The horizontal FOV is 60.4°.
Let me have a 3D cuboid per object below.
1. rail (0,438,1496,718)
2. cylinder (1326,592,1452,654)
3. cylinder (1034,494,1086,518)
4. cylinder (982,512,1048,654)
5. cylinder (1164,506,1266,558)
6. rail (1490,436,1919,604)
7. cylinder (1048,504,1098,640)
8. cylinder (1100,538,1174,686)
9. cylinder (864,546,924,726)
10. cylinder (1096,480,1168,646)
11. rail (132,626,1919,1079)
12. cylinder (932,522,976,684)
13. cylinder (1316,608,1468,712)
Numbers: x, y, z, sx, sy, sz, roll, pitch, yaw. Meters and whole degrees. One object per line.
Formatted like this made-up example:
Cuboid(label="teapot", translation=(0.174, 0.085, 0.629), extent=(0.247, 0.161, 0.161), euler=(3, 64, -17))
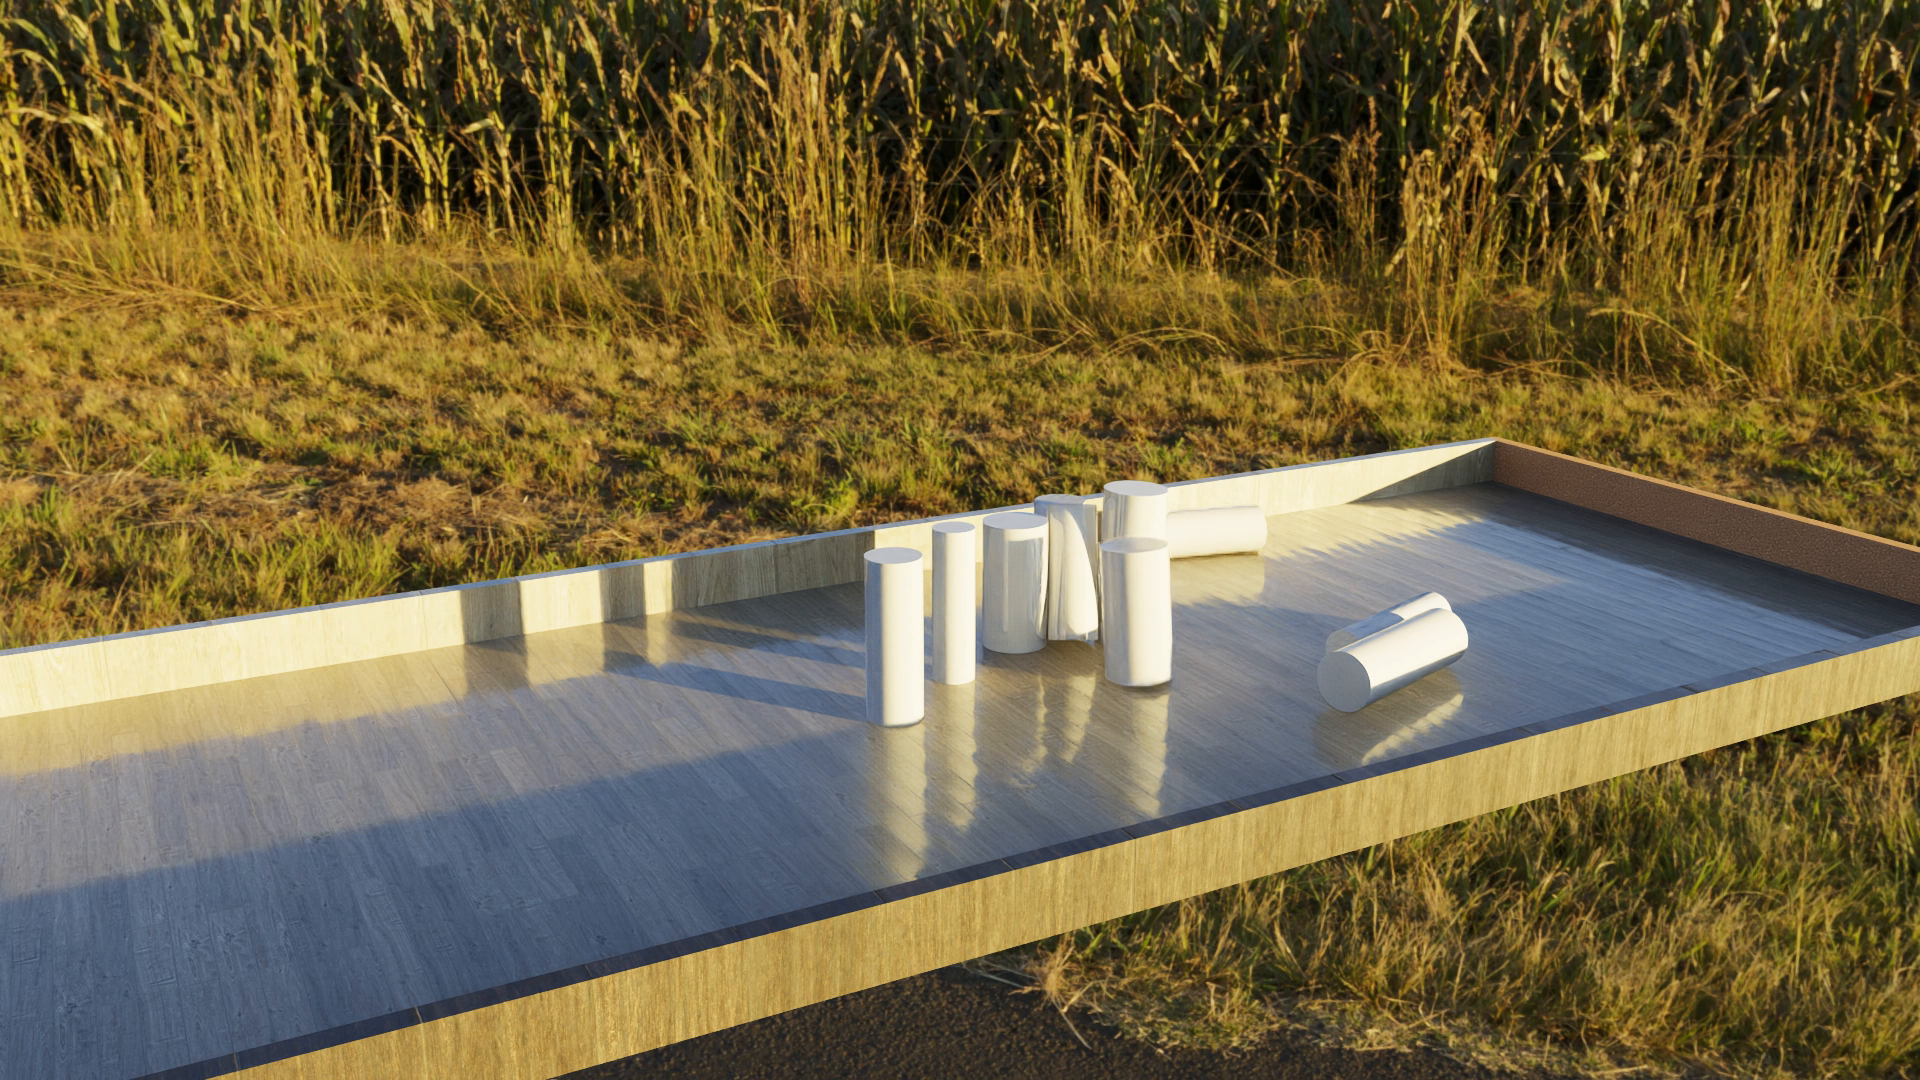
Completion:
Cuboid(label="rail", translation=(-3.305, 0.497, 3.399), extent=(12.000, 0.150, 0.050), euler=(-9, 18, -27))
Cuboid(label="cylinder", translation=(1.131, 0.240, 4.336), extent=(0.114, 0.114, 0.439), euler=(16, 22, 42))
Cuboid(label="cylinder", translation=(0.275, 0.051, 4.592), extent=(0.142, 0.333, 0.142), euler=(0, 16, 0))
Cuboid(label="cylinder", translation=(0.146, 0.111, 4.372), extent=(0.174, 0.339, 0.174), euler=(0, 16, 0))
Cuboid(label="cylinder", translation=(0.722, -0.021, 5.165), extent=(0.449, 0.147, 0.147), euler=(-4, 17, -15))
Cuboid(label="rail", translation=(2.466, -0.048, 5.253), extent=(0.050, 0.150, 2.100), euler=(-9, 18, -27))
Cuboid(label="cylinder", translation=(0.299, 0.086, 4.385), extent=(0.134, 0.357, 0.134), euler=(0, -3, 0))
Cuboid(label="cylinder", translation=(0.441, 0.178, 4.122), extent=(0.171, 0.340, 0.171), euler=(-3, 13, 1))
Cuboid(label="cylinder", translation=(-0.154, 0.227, 3.874), extent=(0.137, 0.400, 0.137), euler=(0, 16, 0))
Cuboid(label="cylinder", translation=(0.454, 0.066, 4.374), extent=(0.169, 0.420, 0.169), euler=(2, 16, -1))
Cuboid(label="rail", translation=(-2.336, 1.006, 1.665), extent=(12.000, 0.150, 0.050), euler=(-9, 18, -27))
Cuboid(label="cylinder", translation=(-0.016, 0.157, 4.121), extent=(0.108, 0.394, 0.108), euler=(0, 16, 0))
Cuboid(label="cylinder", translation=(1.077, 0.293, 4.092), extent=(0.458, 0.150, 0.150), euler=(-16, 23, -43))
